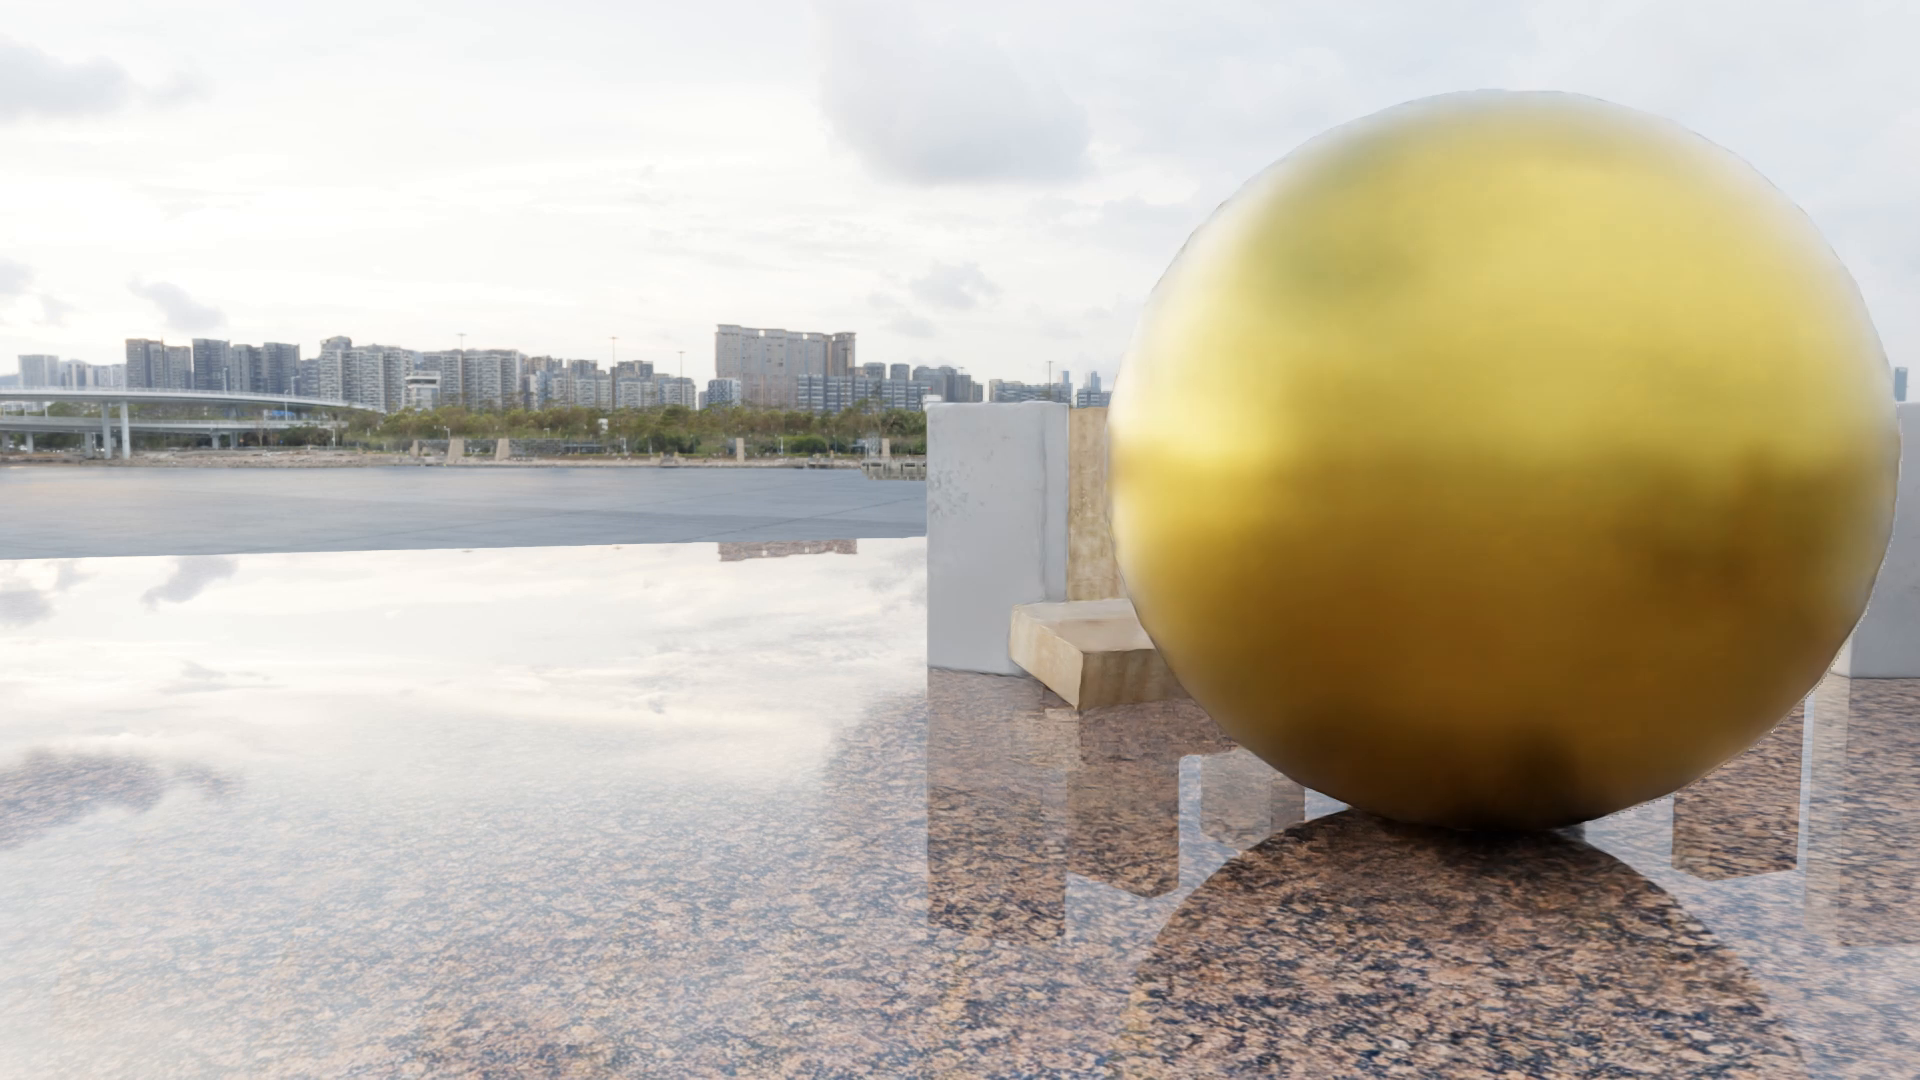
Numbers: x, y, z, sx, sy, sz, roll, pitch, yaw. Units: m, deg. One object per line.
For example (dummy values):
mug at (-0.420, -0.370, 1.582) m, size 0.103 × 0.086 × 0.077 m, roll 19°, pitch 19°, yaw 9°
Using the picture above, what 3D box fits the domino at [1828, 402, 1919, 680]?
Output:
domino at (0.174, 0.000, 0.235) m, size 0.025 × 0.050 × 0.010 m, roll 0°, pitch 4°, yaw 1°

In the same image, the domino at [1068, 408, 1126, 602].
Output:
domino at (0.034, -0.003, 0.268) m, size 0.010 × 0.050 × 0.025 m, roll -4°, pitch 6°, yaw -39°

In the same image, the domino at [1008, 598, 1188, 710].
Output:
domino at (0.037, 0.019, 0.226) m, size 0.050 × 0.009 × 0.025 m, roll -2°, pitch 16°, yaw -25°

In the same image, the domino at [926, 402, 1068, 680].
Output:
domino at (0.007, 0.000, 0.239) m, size 0.025 × 0.050 × 0.010 m, roll 3°, pitch 5°, yaw 31°

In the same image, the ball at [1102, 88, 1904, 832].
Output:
ball at (0.056, -0.008, 0.144) m, size 0.080 × 0.080 × 0.080 m, roll 0°, pitch 4°, yaw 0°
